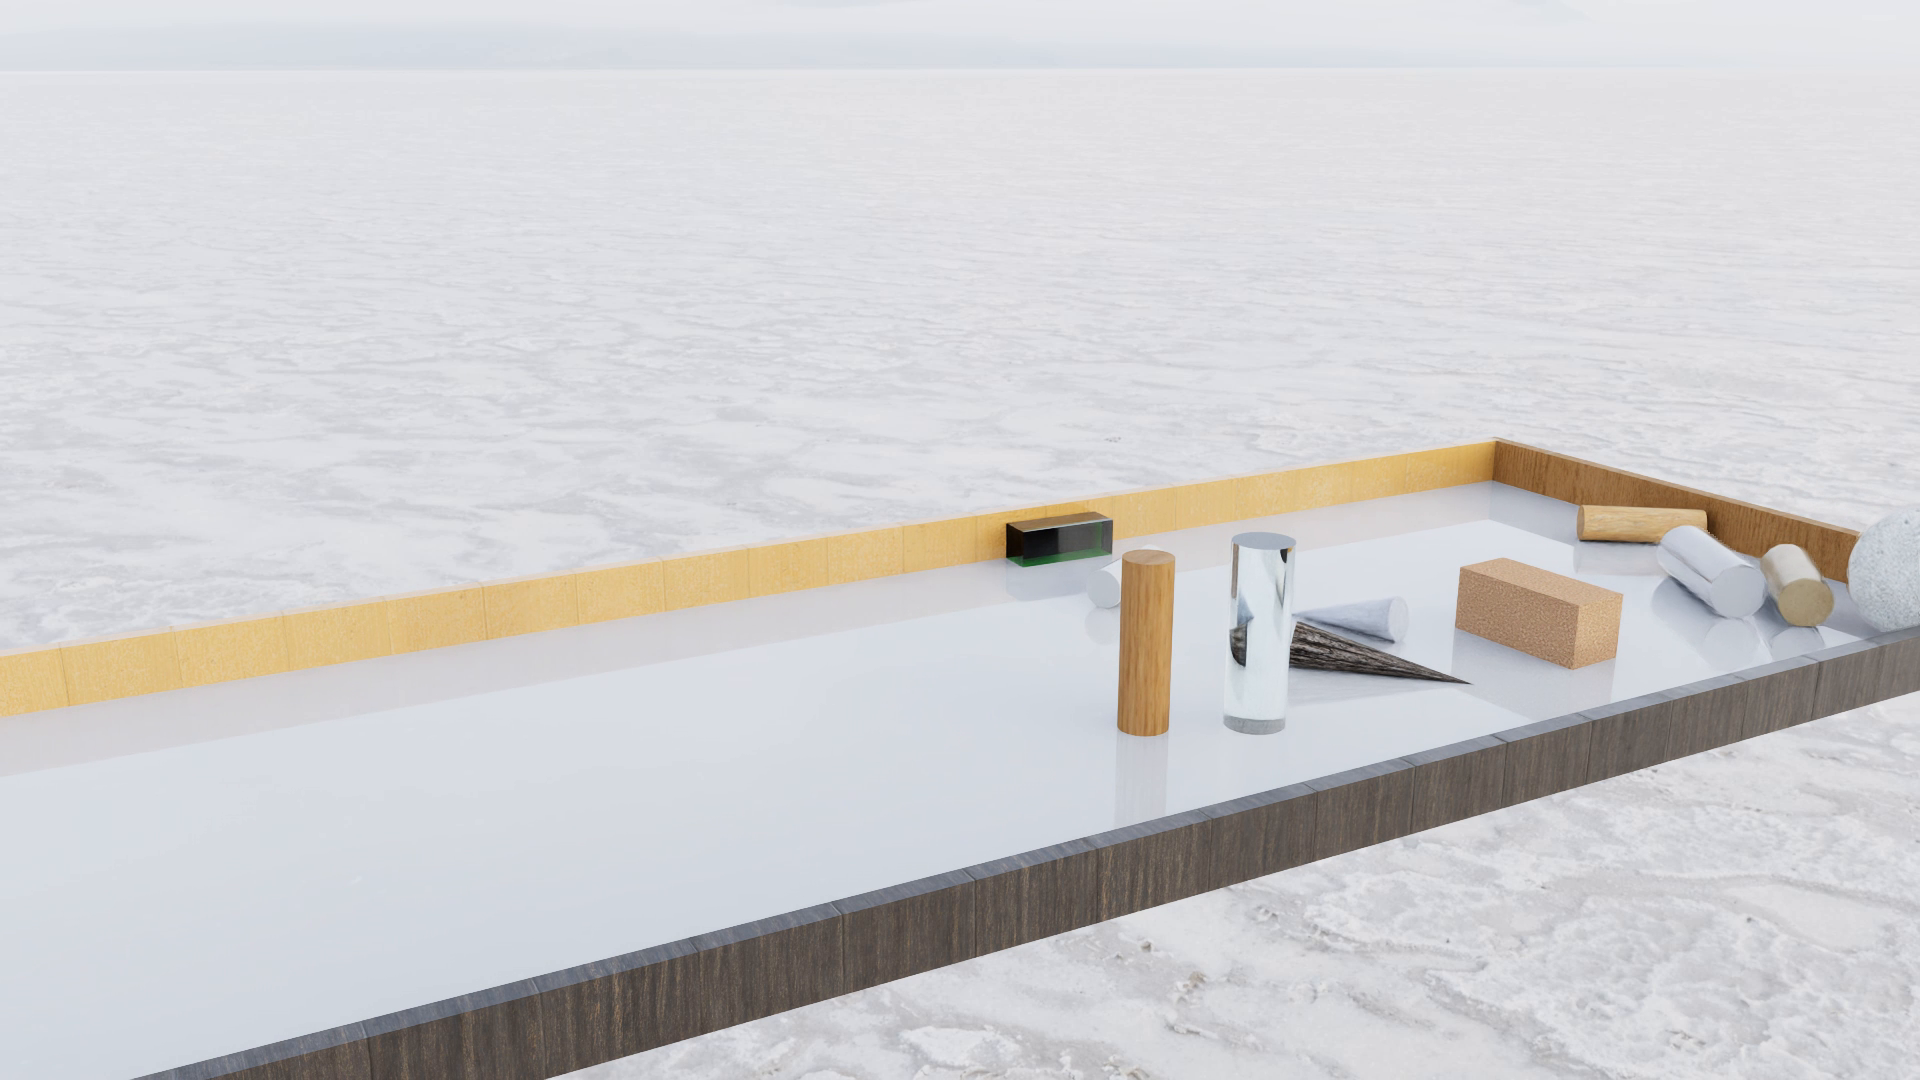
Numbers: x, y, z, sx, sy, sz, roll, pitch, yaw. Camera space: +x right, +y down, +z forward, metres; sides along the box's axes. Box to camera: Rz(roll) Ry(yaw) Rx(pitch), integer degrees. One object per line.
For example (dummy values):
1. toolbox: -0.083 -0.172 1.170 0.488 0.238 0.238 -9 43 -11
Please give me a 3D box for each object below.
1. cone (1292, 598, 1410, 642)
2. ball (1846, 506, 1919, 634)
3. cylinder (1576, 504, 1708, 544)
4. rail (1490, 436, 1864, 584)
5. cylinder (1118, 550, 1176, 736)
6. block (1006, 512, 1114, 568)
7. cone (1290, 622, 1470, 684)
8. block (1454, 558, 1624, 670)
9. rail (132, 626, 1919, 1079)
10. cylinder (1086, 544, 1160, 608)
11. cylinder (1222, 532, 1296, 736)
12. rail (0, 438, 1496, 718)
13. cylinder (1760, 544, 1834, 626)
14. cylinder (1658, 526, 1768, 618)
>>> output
1. cone: 1.048 0.210 4.533 0.343 0.120 0.120 1 13 42
2. ball: 2.566 0.094 4.386 0.366 0.366 0.366 0 16 0
3. cylinder: 2.196 -0.049 5.319 0.373 0.114 0.114 2 17 8
4. rail: 2.466 -0.048 5.253 0.050 0.150 2.100 -9 18 -27
5. cylinder: 0.429 0.238 3.809 0.121 0.415 0.121 0 16 0
6. block: 0.312 -0.004 5.166 0.319 0.113 0.113 -8 18 -25
7. cone: 1.072 0.313 4.186 0.458 0.116 0.116 13 19 16
8. block: 1.538 0.190 4.399 0.174 0.174 0.388 -10 19 -31
9. rail: -2.336 1.006 1.665 12.000 0.150 0.050 -9 18 -27
10. cylinder: 0.489 0.104 4.802 0.112 0.112 0.304 10 19 31
11. cylinder: 0.693 0.216 3.825 0.146 0.448 0.146 0 16 0
12. rail: -3.305 0.497 3.399 12.000 0.150 0.050 -9 18 -27
13. cylinder: 2.371 0.126 4.681 0.138 0.138 0.351 5 17 17
14. cylinder: 2.173 0.088 4.776 0.158 0.158 0.396 1 16 2
